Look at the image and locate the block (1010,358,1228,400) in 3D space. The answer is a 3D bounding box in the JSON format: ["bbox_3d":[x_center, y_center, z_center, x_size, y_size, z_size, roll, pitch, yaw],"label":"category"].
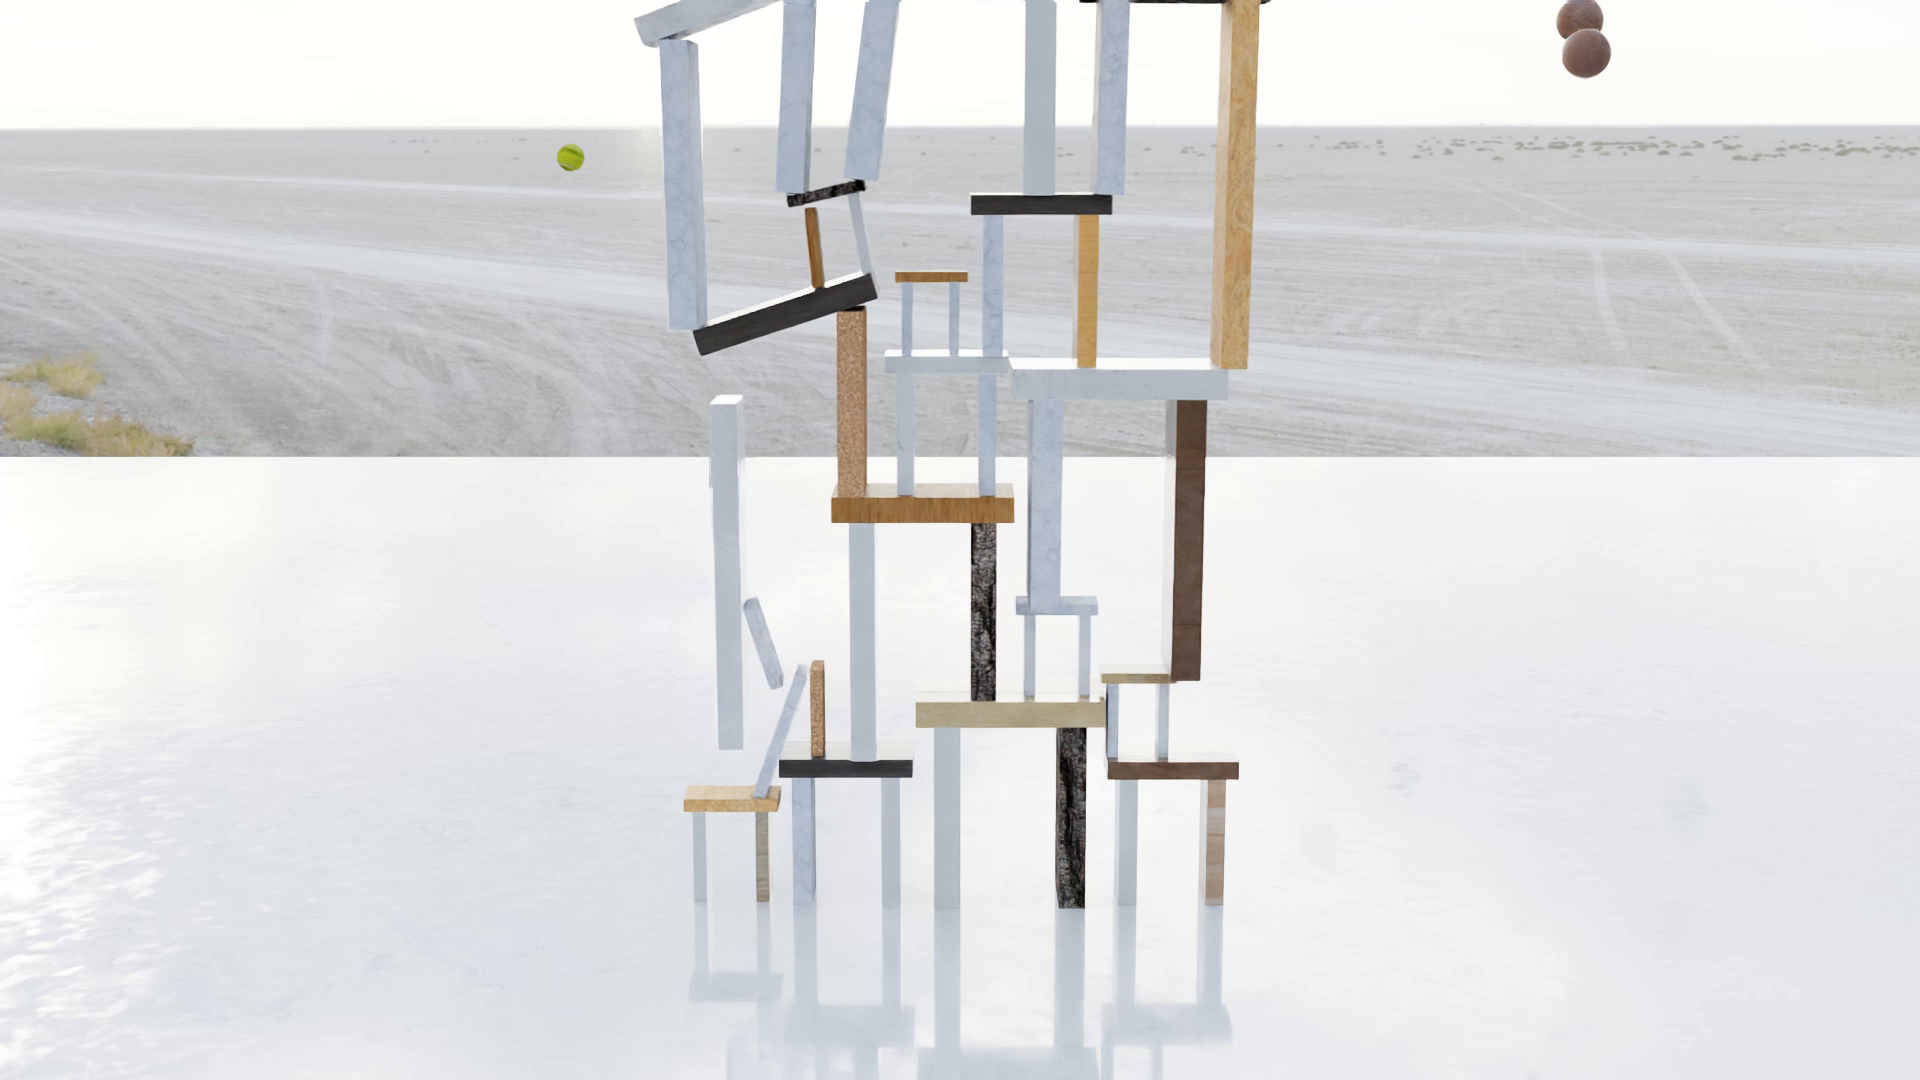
[{"bbox_3d":[0.250,-0.258,3.515,0.337,0.048,0.168,0,11,-1],"label":"block"}]

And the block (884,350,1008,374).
[{"bbox_3d":[-0.021,-0.285,3.508,0.194,0.028,0.097,0,11,0],"label":"block"}]

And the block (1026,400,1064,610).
[{"bbox_3d":[0.135,-0.069,3.548,0.048,0.337,0.168,0,10,-1],"label":"block"}]

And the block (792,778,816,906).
[{"bbox_3d":[-0.258,0.484,3.645,0.031,0.218,0.109,0,11,0],"label":"block"}]

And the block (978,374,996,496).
[{"bbox_3d":[0.043,-0.176,3.529,0.028,0.194,0.097,0,11,0],"label":"block"}]

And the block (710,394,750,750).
[{"bbox_3d":[-0.372,0.051,3.577,0.041,0.562,0.146,-1,9,-1],"label":"block"}]

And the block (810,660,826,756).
[{"bbox_3d":[-0.233,0.275,3.610,0.020,0.143,0.072,0,11,0],"label":"block"}]

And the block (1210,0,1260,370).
[{"bbox_3d":[0.431,-0.557,3.455,0.042,0.562,0.147,0,11,-1],"label":"block"}]

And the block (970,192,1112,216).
[{"bbox_3d":[0.126,-0.529,3.461,0.220,0.031,0.110,0,11,-1],"label":"block"}]

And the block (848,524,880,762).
[{"bbox_3d":[-0.156,0.152,3.592,0.041,0.391,0.145,0,11,0],"label":"block"}]

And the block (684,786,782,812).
[{"bbox_3d":[-0.376,0.428,3.638,0.154,0.022,0.077,0,11,0],"label":"block"}]

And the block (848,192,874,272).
[{"bbox_3d":[-0.156,-0.486,3.466,0.017,0.123,0.062,-10,11,2],"label":"block"}]

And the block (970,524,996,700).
[{"bbox_3d":[0.038,0.103,3.583,0.041,0.291,0.145,0,11,0],"label":"block"}]

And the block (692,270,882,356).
[{"bbox_3d":[-0.272,-0.364,3.493,0.293,0.041,0.146,-18,10,3],"label":"block"}]

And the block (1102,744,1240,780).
[{"bbox_3d":[0.346,0.365,3.623,0.214,0.030,0.107,0,11,0],"label":"block"}]

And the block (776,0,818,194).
[{"bbox_3d":[-0.254,-0.694,3.426,0.042,0.300,0.150,3,11,-1],"label":"block"}]

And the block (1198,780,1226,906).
[{"bbox_3d":[0.418,0.485,3.645,0.030,0.214,0.107,0,11,0],"label":"block"}]

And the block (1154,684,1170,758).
[{"bbox_3d":[0.332,0.289,3.614,0.017,0.123,0.062,0,11,0],"label":"block"}]

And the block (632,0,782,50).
[{"bbox_3d":[-0.349,-0.835,3.398,0.300,0.042,0.150,-20,10,3],"label":"block"}]

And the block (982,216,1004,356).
[{"bbox_3d":[0.051,-0.406,3.484,0.031,0.220,0.110,0,11,-1],"label":"block"}]

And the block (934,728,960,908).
[{"bbox_3d":[-0.021,0.439,3.644,0.043,0.306,0.153,0,11,0],"label":"block"}]

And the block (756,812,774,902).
[{"bbox_3d":[-0.325,0.515,3.654,0.022,0.154,0.077,0,11,0],"label":"block"}]

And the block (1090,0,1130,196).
[{"bbox_3d":[0.233,-0.689,3.428,0.042,0.294,0.147,1,10,-1],"label":"block"}]

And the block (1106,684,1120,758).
[{"bbox_3d":[0.250,0.289,3.614,0.017,0.123,0.062,0,11,0],"label":"block"}]

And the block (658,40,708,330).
[{"bbox_3d":[-0.432,-0.556,3.448,0.042,0.440,0.150,-1,11,0],"label":"block"}]

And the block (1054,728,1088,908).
[{"bbox_3d":[0.183,0.439,3.644,0.043,0.306,0.153,0,11,0],"label":"block"}]

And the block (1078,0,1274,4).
[{"bbox_3d":[0.335,-0.854,3.399,0.294,0.042,0.147,0,11,-1],"label":"block"}]

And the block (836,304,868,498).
[{"bbox_3d":[-0.172,-0.224,3.520,0.041,0.293,0.146,0,11,0],"label":"block"}]

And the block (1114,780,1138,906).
[{"bbox_3d":[0.275,0.485,3.645,0.030,0.214,0.107,0,11,0],"label":"block"}]

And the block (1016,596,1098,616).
[{"bbox_3d":[0.157,0.107,3.576,0.133,0.019,0.067,0,10,1],"label":"block"}]

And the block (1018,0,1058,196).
[{"bbox_3d":[0.121,-0.716,3.428,0.049,0.349,0.173,0,11,-1],"label":"block"}]

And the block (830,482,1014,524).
[{"bbox_3d":[-0.059,-0.060,3.552,0.291,0.041,0.145,0,11,0],"label":"block"}]

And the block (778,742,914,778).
[{"bbox_3d":[-0.186,0.361,3.623,0.218,0.031,0.109,0,11,0],"label":"block"}]

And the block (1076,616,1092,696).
[{"bbox_3d":[0.202,0.181,3.591,0.019,0.133,0.067,0,10,0],"label":"block"}]

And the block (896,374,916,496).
[{"bbox_3d":[-0.087,-0.176,3.529,0.028,0.194,0.097,0,11,0],"label":"block"}]

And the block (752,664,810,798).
[{"bbox_3d":[-0.294,0.313,3.617,0.020,0.216,0.072,19,10,-4],"label":"block"}]

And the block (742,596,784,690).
[{"bbox_3d":[-0.320,0.169,3.590,0.020,0.143,0.072,-17,10,2],"label":"block"}]

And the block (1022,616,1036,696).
[{"bbox_3d":[0.113,0.181,3.591,0.019,0.133,0.067,0,10,0],"label":"block"}]

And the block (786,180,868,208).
[{"bbox_3d":[-0.209,-0.545,3.455,0.123,0.017,0.062,-13,10,2],"label":"block"}]

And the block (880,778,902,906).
[{"bbox_3d":[-0.113,0.483,3.646,0.031,0.218,0.109,0,11,0],"label":"block"}]

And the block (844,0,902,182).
[{"bbox_3d":[-0.132,-0.738,3.427,0.049,0.346,0.173,8,10,-1],"label":"block"}]

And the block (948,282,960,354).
[{"bbox_3d":[-0.009,-0.355,3.499,0.016,0.113,0.057,1,11,-1],"label":"block"}]

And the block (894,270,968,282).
[{"bbox_3d":[-0.046,-0.418,3.486,0.113,0.016,0.057,-1,11,-4],"label":"block"}]

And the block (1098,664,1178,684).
[{"bbox_3d":[0.291,0.219,3.601,0.123,0.017,0.062,0,11,0],"label":"block"}]

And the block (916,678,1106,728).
[{"bbox_3d":[0.081,0.267,3.612,0.306,0.043,0.153,0,11,0],"label":"block"}]

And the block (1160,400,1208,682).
[{"bbox_3d":[0.361,-0.012,3.562,0.048,0.453,0.168,0,11,-1],"label":"block"}]

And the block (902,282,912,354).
[{"bbox_3d":[-0.084,-0.354,3.496,0.016,0.113,0.057,0,11,-1],"label":"block"}]

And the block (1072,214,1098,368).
[{"bbox_3d":[0.198,-0.398,3.486,0.031,0.237,0.110,0,11,-1],"label":"block"}]

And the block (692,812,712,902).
[{"bbox_3d":[-0.428,0.515,3.654,0.022,0.154,0.077,0,11,0],"label":"block"}]

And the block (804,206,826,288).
[{"bbox_3d":[-0.229,-0.462,3.470,0.017,0.123,0.062,-5,11,1],"label":"block"}]
